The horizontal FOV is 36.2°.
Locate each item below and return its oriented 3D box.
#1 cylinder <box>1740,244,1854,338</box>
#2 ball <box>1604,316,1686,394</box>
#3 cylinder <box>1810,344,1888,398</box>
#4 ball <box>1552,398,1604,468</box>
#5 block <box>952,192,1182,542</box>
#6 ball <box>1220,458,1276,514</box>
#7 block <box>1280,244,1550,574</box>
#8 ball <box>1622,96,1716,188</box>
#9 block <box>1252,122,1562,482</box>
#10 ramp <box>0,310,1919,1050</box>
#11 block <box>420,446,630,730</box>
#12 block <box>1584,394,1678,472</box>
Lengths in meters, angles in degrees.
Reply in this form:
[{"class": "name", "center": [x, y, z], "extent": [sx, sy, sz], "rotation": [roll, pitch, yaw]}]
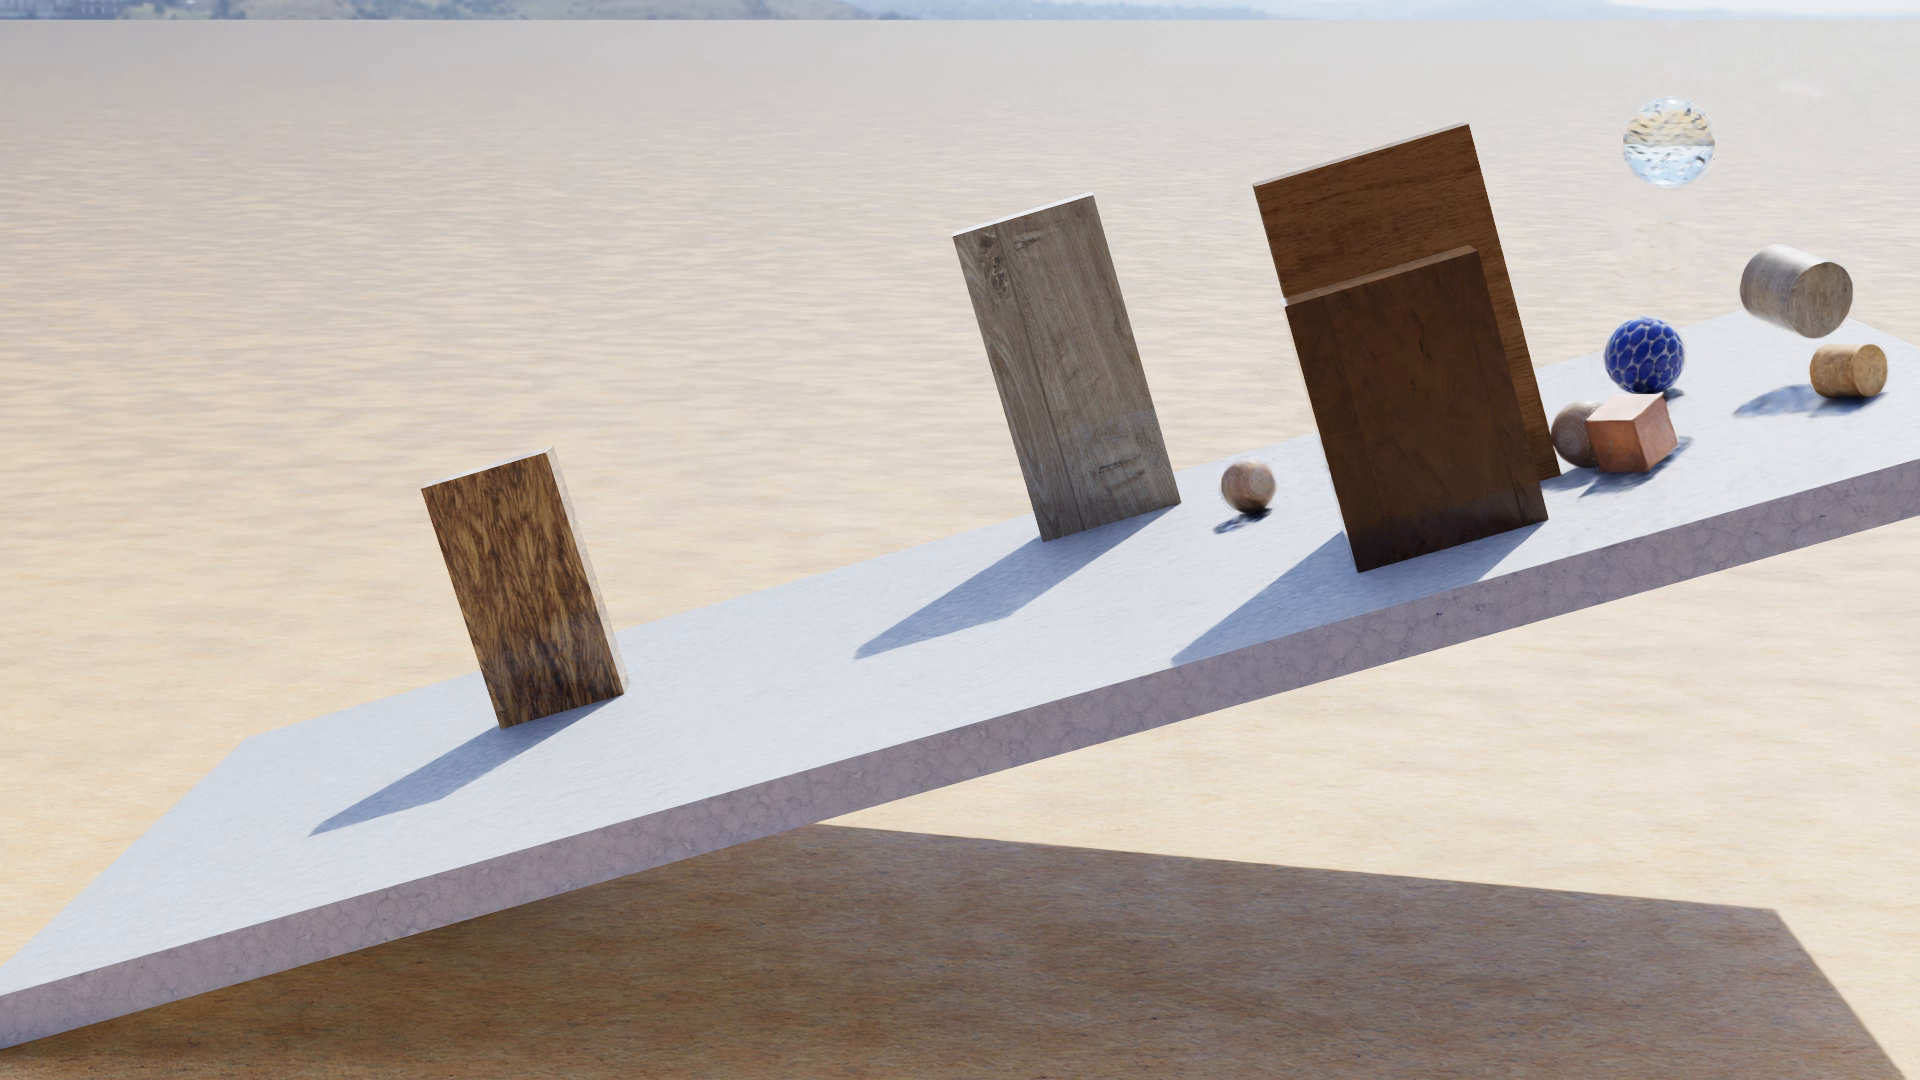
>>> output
[{"class": "cylinder", "center": [1.737, -0.517, 6.110], "extent": [0.162, 0.162, 0.162], "rotation": [-4, 20, -22]}, {"class": "ball", "center": [1.496, -0.401, 6.426], "extent": [0.175, 0.175, 0.175], "rotation": [0, 11, 0]}, {"class": "cylinder", "center": [1.757, -0.335, 5.814], "extent": [0.106, 0.106, 0.106], "rotation": [-7, 8, -34]}, {"class": "ball", "center": [1.256, -0.214, 5.900], "extent": [0.138, 0.138, 0.138], "rotation": [0, 11, 0]}, {"class": "block", "center": [0.250, -0.402, 6.839], "extent": [0.336, 0.743, 0.118], "rotation": [-16, 10, 5]}, {"class": "ball", "center": [0.634, -0.120, 6.459], "extent": [0.123, 0.123, 0.123], "rotation": [0, 11, 0]}, {"class": "block", "center": [0.863, -0.249, 5.598], "extent": [0.373, 0.530, 0.127], "rotation": [-16, 10, 5]}, {"class": "ball", "center": [1.507, -0.845, 6.257], "extent": [0.193, 0.193, 0.193], "rotation": [0, 11, 0]}, {"class": "block", "center": [0.898, -0.424, 5.916], "extent": [0.436, 0.730, 0.088], "rotation": [-16, 10, 5]}, {"class": "ramp", "center": [0.091, 0.187, 6.320], "extent": [4.000, 0.100, 2.000], "rotation": [-16, 10, 5]}, {"class": "block", "center": [-0.967, 0.106, 6.566], "extent": [0.292, 0.569, 0.096], "rotation": [-16, 10, 5]}, {"class": "block", "center": [1.318, -0.211, 5.773], "extent": [0.113, 0.113, 0.113], "rotation": [0, 29, 47]}]
